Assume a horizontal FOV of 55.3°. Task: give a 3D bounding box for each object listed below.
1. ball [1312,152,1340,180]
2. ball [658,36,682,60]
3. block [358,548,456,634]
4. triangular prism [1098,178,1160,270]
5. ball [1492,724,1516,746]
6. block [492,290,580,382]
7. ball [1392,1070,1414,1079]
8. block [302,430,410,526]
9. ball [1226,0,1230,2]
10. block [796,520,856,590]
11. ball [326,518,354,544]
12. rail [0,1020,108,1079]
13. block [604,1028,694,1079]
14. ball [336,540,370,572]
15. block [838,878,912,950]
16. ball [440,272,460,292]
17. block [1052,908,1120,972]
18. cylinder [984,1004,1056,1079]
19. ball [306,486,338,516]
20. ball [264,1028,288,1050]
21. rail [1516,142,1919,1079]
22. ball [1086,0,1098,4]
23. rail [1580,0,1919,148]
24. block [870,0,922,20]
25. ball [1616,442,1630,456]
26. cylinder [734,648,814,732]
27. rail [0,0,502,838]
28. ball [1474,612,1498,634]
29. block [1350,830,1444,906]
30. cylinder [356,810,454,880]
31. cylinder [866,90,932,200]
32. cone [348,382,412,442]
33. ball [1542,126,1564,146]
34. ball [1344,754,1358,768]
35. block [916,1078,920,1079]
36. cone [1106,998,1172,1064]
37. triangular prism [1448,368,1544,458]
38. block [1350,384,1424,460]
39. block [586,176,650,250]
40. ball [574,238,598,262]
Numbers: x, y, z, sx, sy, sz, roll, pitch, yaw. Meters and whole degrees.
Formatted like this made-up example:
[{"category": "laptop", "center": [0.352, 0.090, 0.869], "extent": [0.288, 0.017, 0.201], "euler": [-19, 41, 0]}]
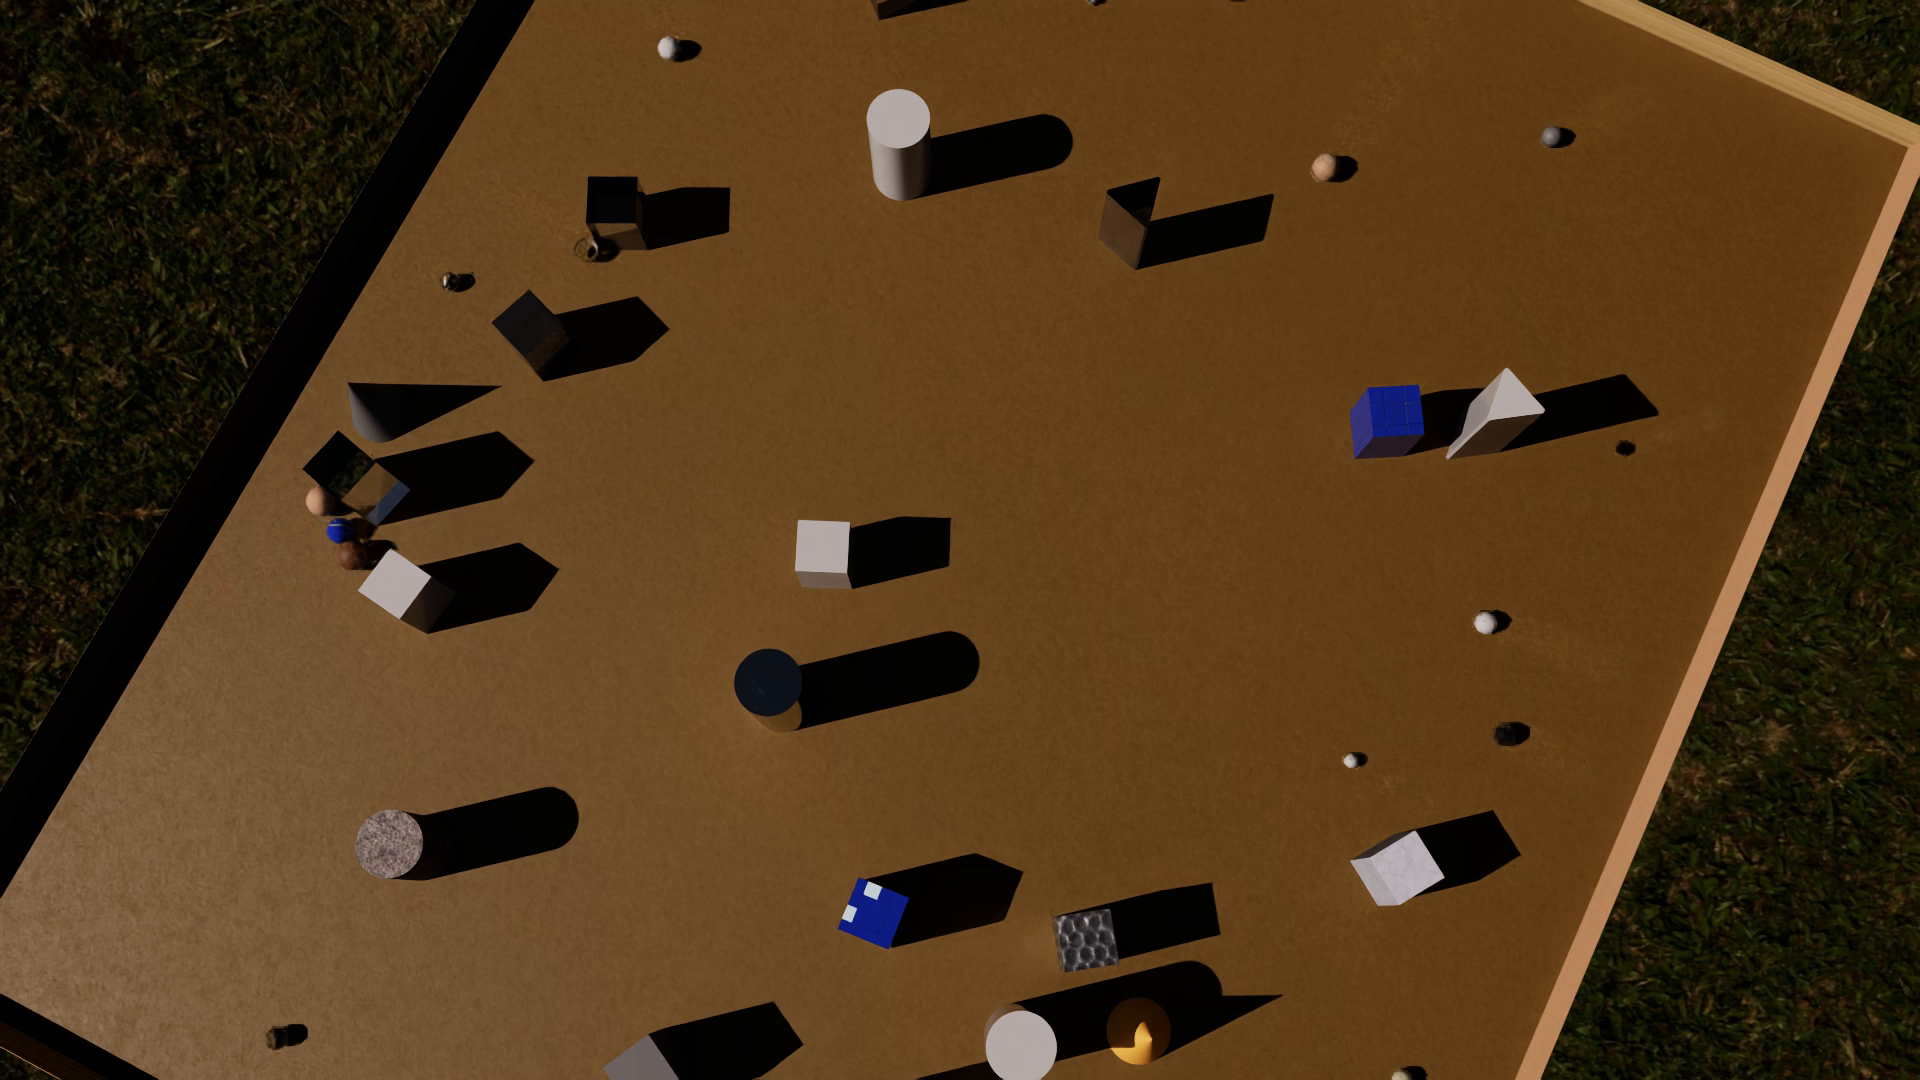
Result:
[{"category": "ball", "center": [1.163, -1.184, 5.817], "extent": [0.087, 0.087, 0.087], "euler": [0, 78, 0]}, {"category": "ball", "center": [-0.936, -1.585, 5.906], "extent": [0.074, 0.074, 0.074], "euler": [0, 78, 0]}, {"category": "block", "center": [-1.637, 0.154, 5.442], "extent": [0.152, 0.278, 0.152], "euler": [33, 80, 6]}, {"category": "triangular prism", "center": [0.546, -0.995, 5.637], "extent": [0.164, 0.364, 0.142], "euler": [44, 82, 8]}, {"category": "ball", "center": [1.624, 0.582, 5.461], "extent": [0.068, 0.068, 0.068], "euler": [0, 78, 0]}, {"category": "block", "center": [-1.298, -0.624, 5.617], "extent": [0.152, 0.253, 0.152], "euler": [-43, 82, -8]}, {"category": "ball", "center": [1.271, 1.553, 5.264], "extent": [0.061, 0.061, 0.061], "euler": [0, 78, 0]}, {"category": "block", "center": [-1.800, -0.181, 5.480], "extent": [0.152, 0.341, 0.152], "euler": [39, 81, 7]}, {"category": "ball", "center": [0.870, -1.790, 5.947], "extent": [0.078, 0.078, 0.078], "euler": [0, 78, 0]}, {"category": "block", "center": [-0.401, 0.045, 5.472], "extent": [0.152, 0.265, 0.152], "euler": [2, 78, 0]}, {"category": "ball", "center": [-1.889, -0.028, 5.582], "extent": [0.079, 0.079, 0.079], "euler": [0, 78, 0]}, {"category": "rail", "center": [-1.123, 2.206, 5.096], "extent": [4.331, 0.123, 0.045], "euler": [26, 80, 5]}, {"category": "block", "center": [-0.874, 1.493, 5.162], "extent": [0.152, 0.285, 0.152], "euler": [-36, 81, -7]}, {"category": "ball", "center": [-1.842, 0.047, 5.558], "extent": [0.095, 0.095, 0.095], "euler": [0, 78, 0]}, {"category": "block", "center": [-0.241, 1.069, 5.244], "extent": [0.152, 0.297, 0.152], "euler": [21, 79, 4]}, {"category": "ball", "center": [-1.603, -0.811, 5.754], "extent": [0.058, 0.058, 0.058], "euler": [0, 78, 0]}, {"category": "block", "center": [0.355, 1.141, 5.231], "extent": [0.152, 0.292, 0.152], "euler": [-9, 78, -2]}, {"category": "cylinder", "center": [0.163, 1.395, 5.095], "extent": [0.190, 0.457, 0.190], "euler": [0, 78, 0]}, {"category": "ball", "center": [-1.948, -0.118, 5.593], "extent": [0.094, 0.094, 0.094], "euler": [0, 78, 0]}, {"category": "ball", "center": [-1.972, 1.439, 5.287], "extent": [0.063, 0.063, 0.063], "euler": [0, 78, 0]}, {"category": "rail", "center": [1.916, 0.944, 5.357], "extent": [0.045, 0.123, 5.069], "euler": [26, 80, 5]}, {"category": "ball", "center": [0.428, -1.769, 5.957], "extent": [0.050, 0.050, 0.050], "euler": [0, 78, 0]}, {"category": "rail", "center": [1.123, -2.193, 6.006], "extent": [4.331, 0.123, 0.045], "euler": [26, 80, 5]}, {"category": "block", "center": [-0.222, -1.816, 5.854], "extent": [0.152, 0.271, 0.152], "euler": [-21, 79, -4]}, {"category": "ball", "center": [2.045, -0.281, 5.654], "extent": [0.040, 0.040, 0.040], "euler": [0, 78, 0]}, {"category": "cylinder", "center": [-0.531, 0.440, 5.297], "extent": [0.190, 0.447, 0.190], "euler": [0, 78, 0]}, {"category": "rail", "center": [-1.916, -0.931, 5.745], "extent": [0.045, 0.123, 5.069], "euler": [26, 80, 5]}, {"category": "ball", "center": [1.588, 0.251, 5.530], "extent": [0.067, 0.067, 0.067], "euler": [0, 78, 0]}, {"category": "block", "center": [1.258, 0.947, 5.282], "extent": [0.152, 0.271, 0.152], "euler": [-30, 80, -6]}, {"category": "cylinder", "center": [-1.591, 0.880, 5.267], "extent": [0.190, 0.328, 0.190], "euler": [0, 78, 0]}, {"category": "cylinder", "center": [-0.183, -1.215, 5.660], "extent": [0.190, 0.407, 0.190], "euler": [0, 78, 0]}, {"category": "cone", "center": [-1.797, -0.428, 5.535], "extent": [0.190, 0.333, 0.190], "euler": [0, 78, 0]}, {"category": "ball", "center": [1.890, -1.289, 5.849], "extent": [0.067, 0.067, 0.067], "euler": [0, 78, 0]}, {"category": "ball", "center": [1.165, 0.659, 5.459], "extent": [0.042, 0.042, 0.042], "euler": [0, 78, 0]}, {"category": "block", "center": [-0.164, 1.625, 5.164], "extent": [0.152, 0.229, 0.152], "euler": [-19, 79, -4]}, {"category": "cone", "center": [0.519, 1.386, 5.133], "extent": [0.190, 0.384, 0.190], "euler": [0, 78, 0]}, {"category": "triangular prism", "center": [1.576, -0.379, 5.462], "extent": [0.164, 0.456, 0.142], "euler": [-8, 78, -2]}, {"category": "block", "center": [1.292, -0.355, 5.554], "extent": [0.152, 0.266, 0.152], "euler": [-3, 78, -1]}, {"category": "block", "center": [-1.064, -1.016, 5.709], "extent": [0.152, 0.230, 0.152], "euler": [0, 78, 0]}, {"category": "ball", "center": [-1.175, -0.913, 5.763], "extent": [0.074, 0.074, 0.074], "euler": [0, 78, 0]}]
